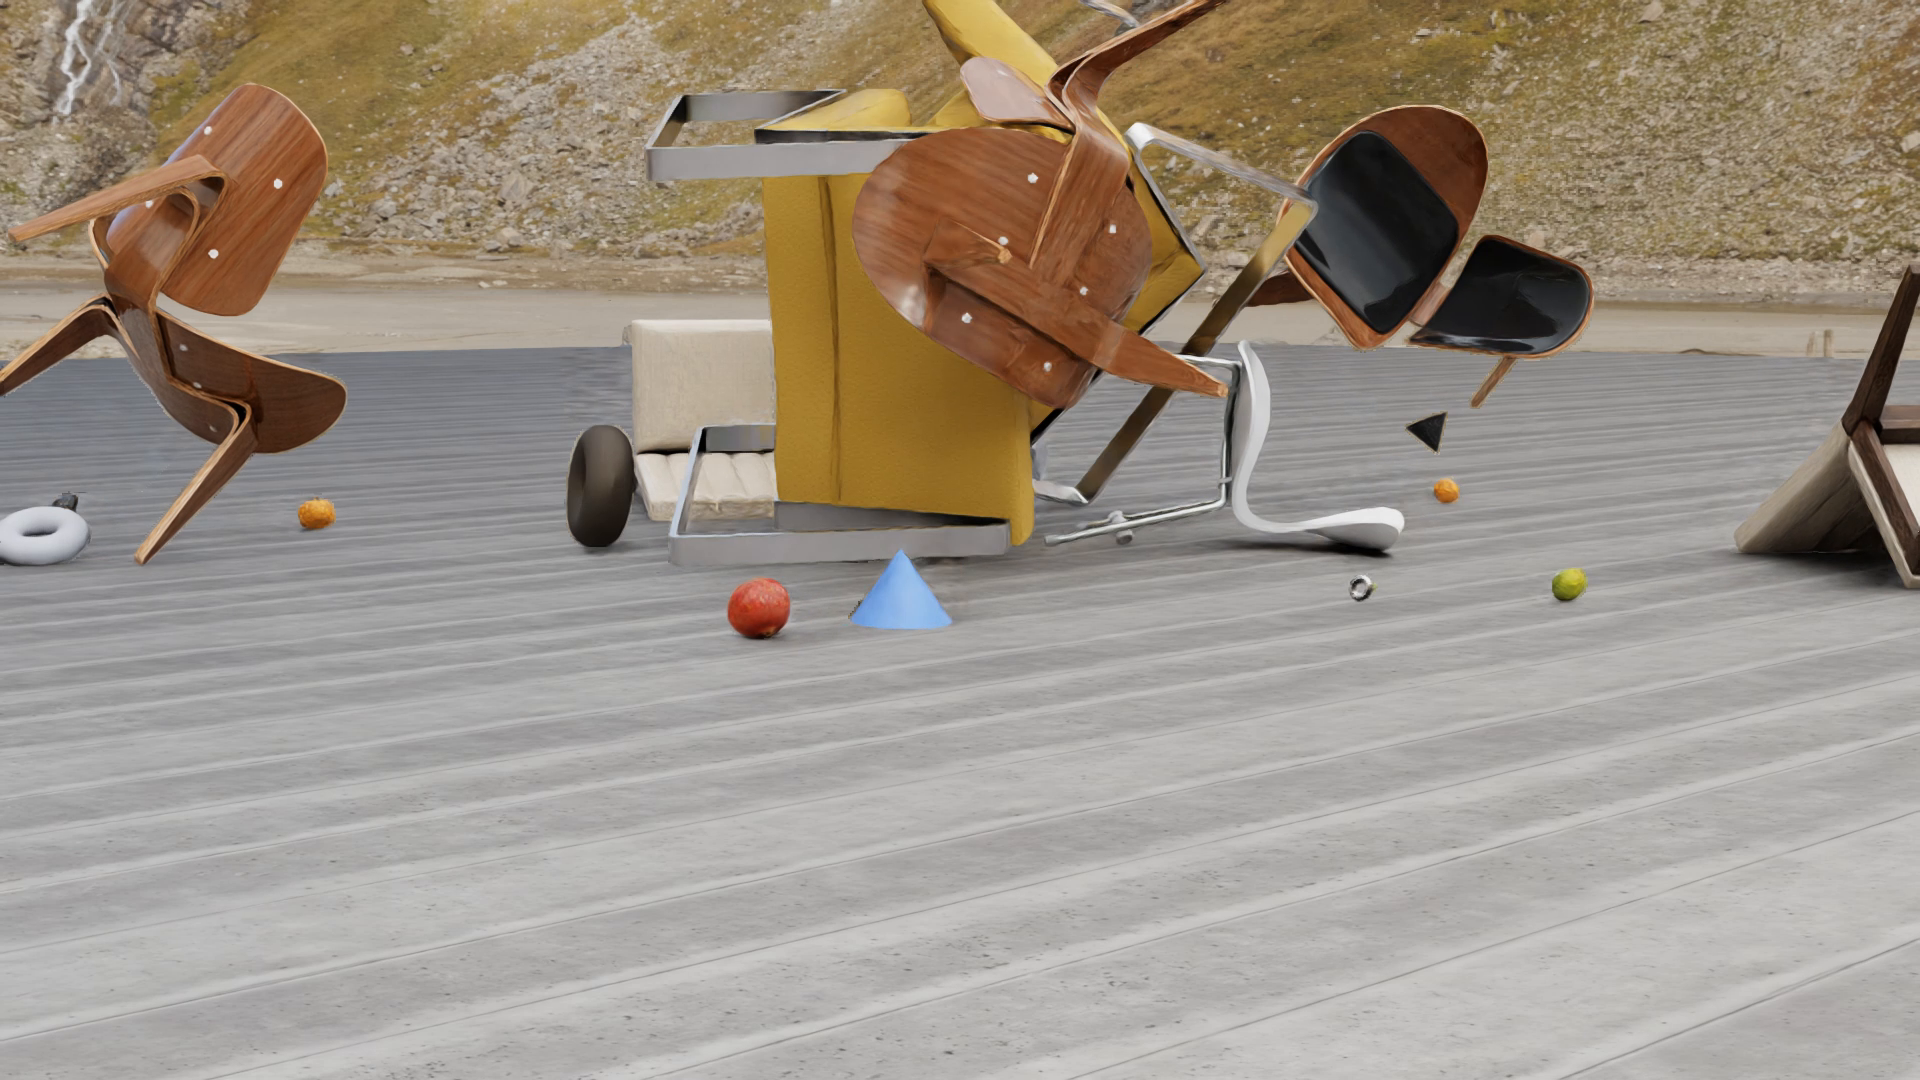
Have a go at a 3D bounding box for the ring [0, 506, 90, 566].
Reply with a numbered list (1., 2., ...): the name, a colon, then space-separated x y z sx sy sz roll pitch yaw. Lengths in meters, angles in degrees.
1. ring: -2.114 -0.008 5.897 0.217 0.066 0.217 15 32 20

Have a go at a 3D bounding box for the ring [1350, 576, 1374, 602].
1. ring: 0.814 0.098 5.204 0.049 0.055 0.039 24 4 17

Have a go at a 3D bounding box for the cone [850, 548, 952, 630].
1. cone: -0.113 0.084 4.909 0.193 0.140 0.257 -1 6 -13

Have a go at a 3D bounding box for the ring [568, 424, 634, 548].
1. ring: -0.875 -0.131 6.237 0.114 0.301 0.347 6 -3 -19

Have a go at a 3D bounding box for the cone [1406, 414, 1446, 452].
1. cone: 1.280 -0.281 6.966 0.120 0.093 0.094 -23 -8 36

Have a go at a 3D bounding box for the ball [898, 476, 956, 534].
1. ball: -0.084 -0.092 6.582 0.149 0.149 0.149 0 6 0

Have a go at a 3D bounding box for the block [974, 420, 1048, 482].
1. block: 0.165 -0.280 8.207 0.195 0.170 0.121 3 49 14
